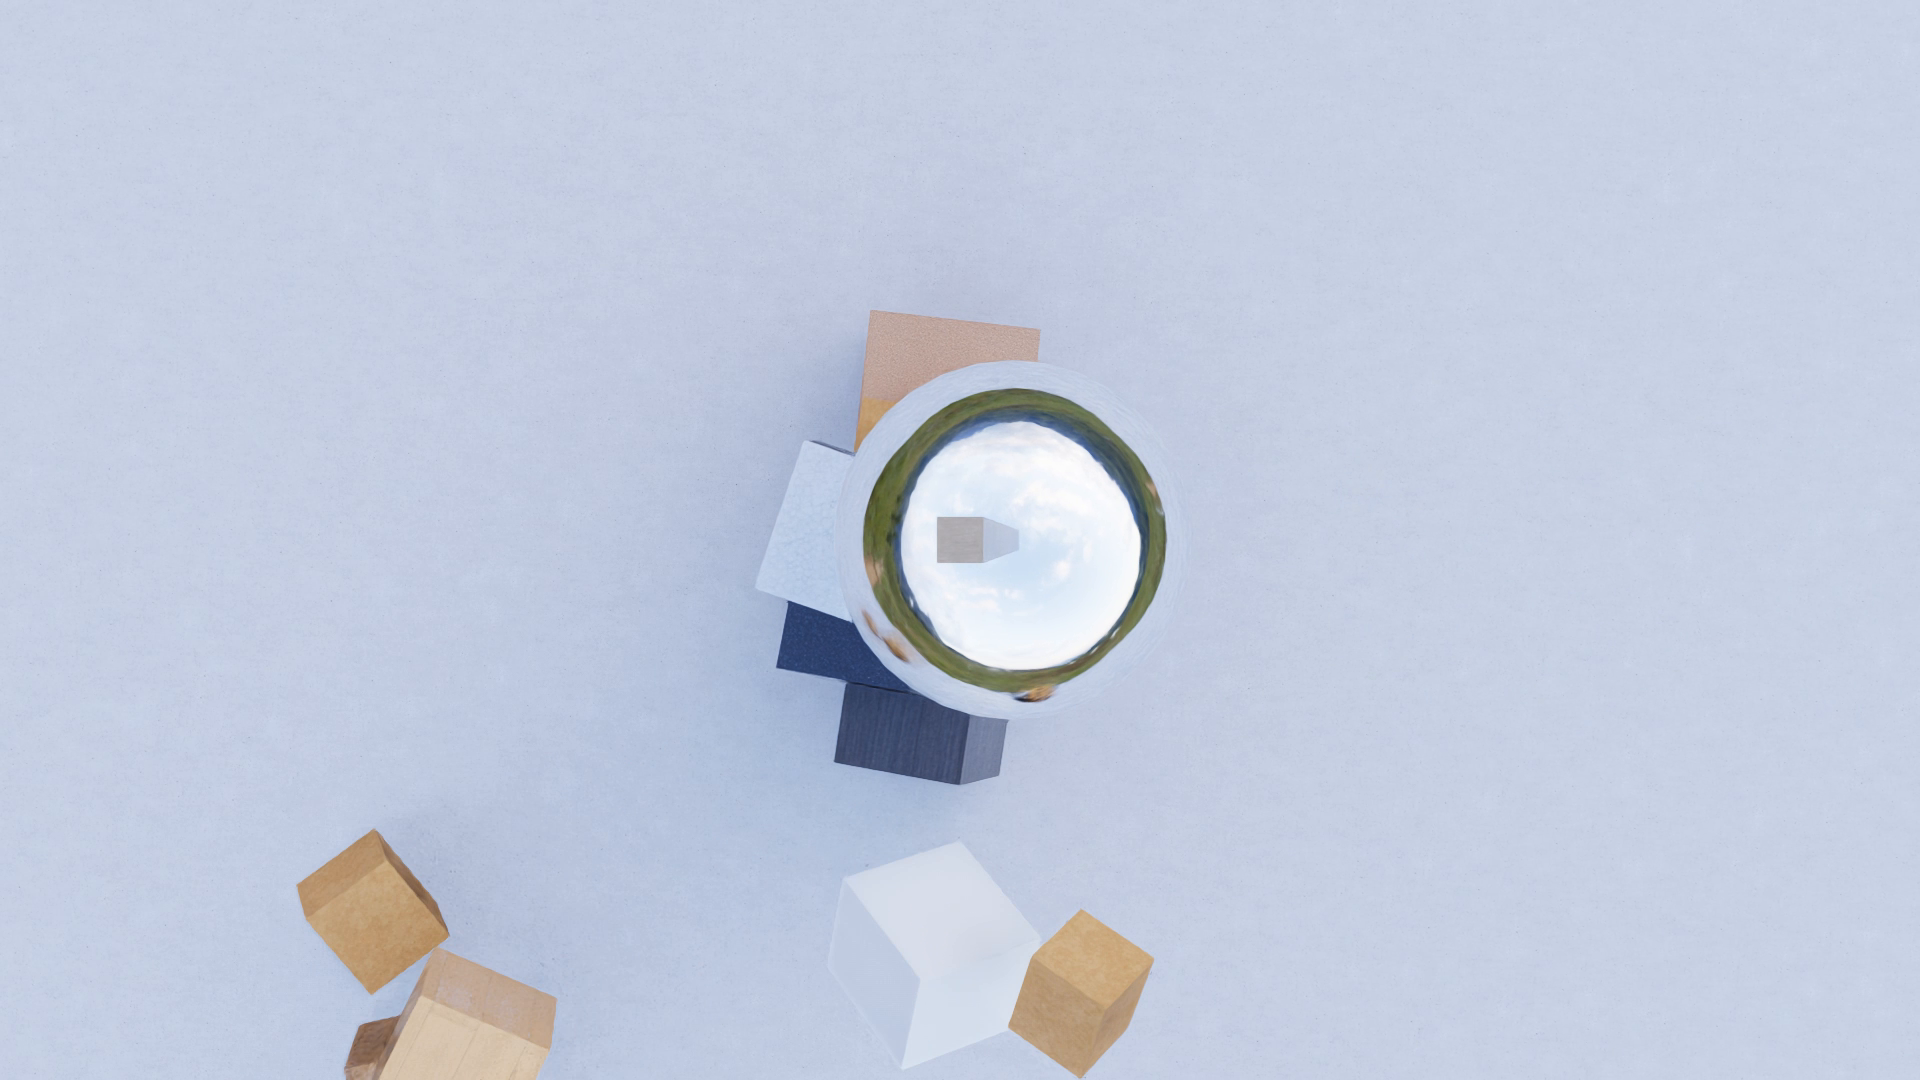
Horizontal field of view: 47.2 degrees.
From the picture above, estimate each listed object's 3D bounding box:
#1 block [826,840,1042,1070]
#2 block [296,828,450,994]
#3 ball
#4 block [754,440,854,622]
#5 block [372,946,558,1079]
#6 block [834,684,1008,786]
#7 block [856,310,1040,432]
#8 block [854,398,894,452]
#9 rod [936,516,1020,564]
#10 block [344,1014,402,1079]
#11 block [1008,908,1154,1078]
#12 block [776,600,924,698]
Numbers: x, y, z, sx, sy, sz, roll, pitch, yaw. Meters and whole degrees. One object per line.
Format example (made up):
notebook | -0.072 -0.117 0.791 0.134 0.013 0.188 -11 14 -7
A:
block | -0.140 2.041 10.877 0.691 0.740 0.619 -13 131 -31
block | -3.314 2.093 12.418 0.532 0.487 0.604 -37 115 -10
ball | 0.233 0.000 9.765 1.600 1.600 1.600 0 90 0
block | -0.500 -0.016 10.891 0.738 0.734 0.753 19 93 2
block | -2.537 2.633 11.172 0.690 0.683 0.723 26 96 -11
block | -0.182 0.948 12.486 0.732 0.862 0.716 9 90 16
block | -0.080 -0.716 12.500 0.937 1.000 0.981 7 90 0
block | -0.163 -0.290 11.625 0.814 0.745 0.779 11 92 0
rod | 0.101 0.000 6.368 0.080 5.200 0.080 0 90 2
block | -2.927 3.043 12.097 0.663 0.624 0.727 -12 101 -5
block | 0.556 2.086 10.121 0.415 0.421 0.492 32 130 22
block | -0.452 0.452 11.739 0.734 0.775 0.657 9 85 16
